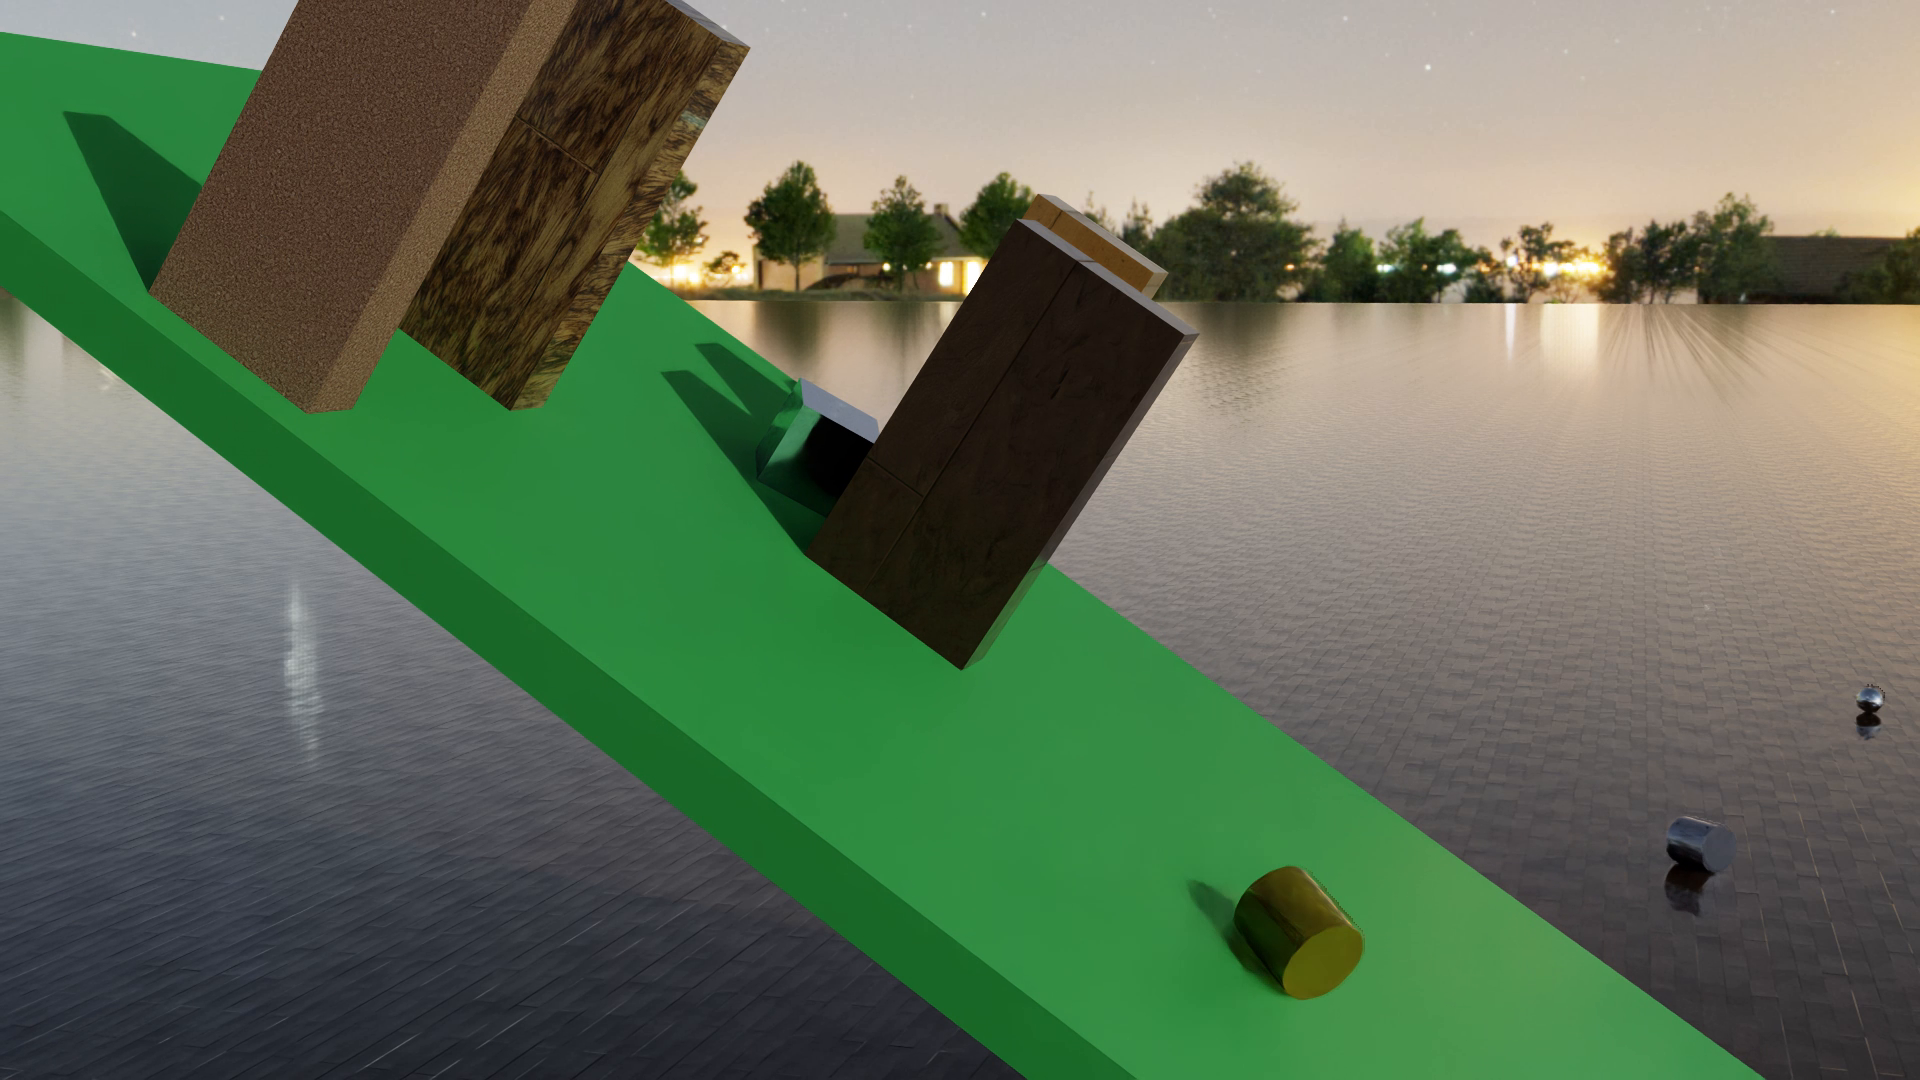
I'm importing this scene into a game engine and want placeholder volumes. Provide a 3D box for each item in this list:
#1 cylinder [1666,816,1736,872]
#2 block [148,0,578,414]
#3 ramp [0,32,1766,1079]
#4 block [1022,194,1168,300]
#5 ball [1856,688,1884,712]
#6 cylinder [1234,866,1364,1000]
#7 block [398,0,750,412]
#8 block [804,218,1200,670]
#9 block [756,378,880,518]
[{"bbox_3d":[2.314,0.952,6.872,0.146,0.146,0.146,-4,8,-28],"label":"cylinder"},{"bbox_3d":[-0.916,-0.597,3.353,0.332,0.745,0.124,36,15,10],"label":"block"},{"bbox_3d":[-0.121,0.205,4.096,4.000,0.100,2.000,36,15,10],"label":"ramp"},{"bbox_3d":[0.079,-0.287,4.371,0.275,0.763,0.136,36,15,10],"label":"block"},{"bbox_3d":[3.853,0.678,9.314,0.107,0.107,0.107,0,7,0],"label":"ball"},{"bbox_3d":[0.555,0.645,3.610,0.153,0.153,0.153,-4,32,-28],"label":"cylinder"},{"bbox_3d":[-0.717,-0.640,3.873,0.348,0.754,0.121,36,15,10],"label":"block"},{"bbox_3d":[0.072,-0.174,4.046,0.370,0.742,0.140,36,15,10],"label":"block"},{"bbox_3d":[-0.286,-0.183,4.425,0.182,0.182,0.182,29,16,-16],"label":"block"}]
